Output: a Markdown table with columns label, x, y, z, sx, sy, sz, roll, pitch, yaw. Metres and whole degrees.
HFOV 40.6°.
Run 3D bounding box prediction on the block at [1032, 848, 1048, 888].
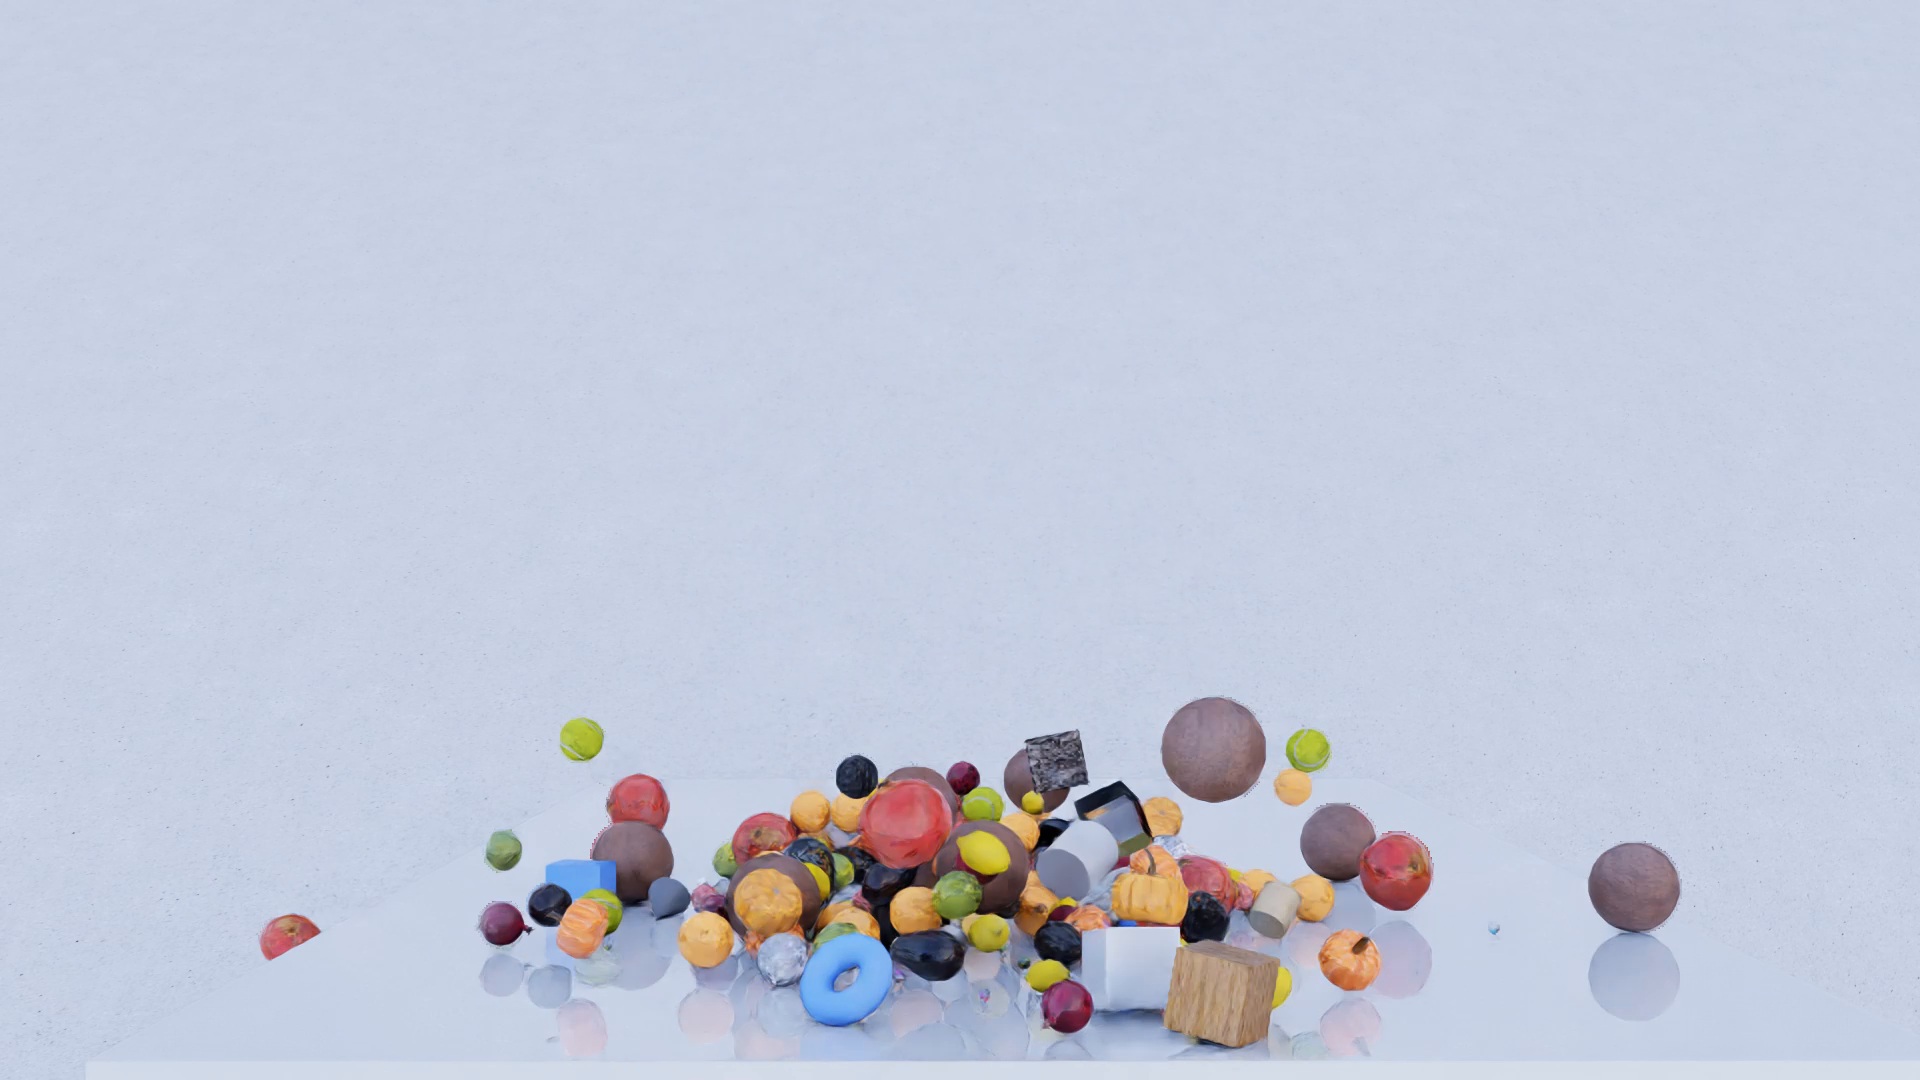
| label | x | y | z | sx | sy | sz | roll | pitch | yaw |
| --- | --- | --- | --- | --- | --- | --- | --- | --- | --- |
| block | 0.153 | 0.544 | 4.308 | 0.054 | 0.054 | 0.054 | 0 | 67 | -7 |

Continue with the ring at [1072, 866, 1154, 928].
| label | x | y | z | sx | sy | sz | roll | pitch | yaw |
| --- | --- | --- | --- | --- | --- | --- | --- | --- | --- |
| ring | 0.226 | 0.526 | 3.826 | 0.131 | 0.044 | 0.131 | -29 | 9 | 5 |

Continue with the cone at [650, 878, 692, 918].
| label | x | y | z | sx | sy | sz | roll | pitch | yaw |
| --- | --- | --- | --- | --- | --- | --- | --- | --- | --- |
| cone | -0.451 | 0.558 | 3.933 | 0.067 | 0.067 | 0.067 | 8 | 23 | 12 |

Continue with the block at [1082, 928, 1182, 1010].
| label | x | y | z | sx | sy | sz | roll | pitch | yaw |
| --- | --- | --- | --- | --- | --- | --- | --- | --- | --- |
| block | 0.200 | 0.502 | 3.031 | 0.092 | 0.092 | 0.092 | 2 | -12 | -15 |

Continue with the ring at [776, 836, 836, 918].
| label | x | y | z | sx | sy | sz | roll | pitch | yaw |
| --- | --- | --- | --- | --- | --- | --- | --- | --- | --- |
| ring | -0.219 | 0.480 | 3.687 | 0.039 | 0.116 | 0.116 | -3 | 26 | 35 |

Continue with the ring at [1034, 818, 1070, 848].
| label | x | y | z | sx | sy | sz | roll | pitch | yaw |
| --- | --- | --- | --- | --- | --- | --- | --- | --- | --- |
| ring | 0.168 | 0.518 | 4.403 | 0.098 | 0.098 | 0.033 | 23 | 29 | 31 |

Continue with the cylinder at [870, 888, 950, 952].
| label | x | y | z | sx | sy | sz | roll | pitch | yaw |
| --- | --- | --- | --- | --- | --- | --- | --- | --- | --- |
| cylinder | -0.068 | 0.519 | 3.542 | 0.080 | 0.080 | 0.080 | -10 | 27 | 27 |

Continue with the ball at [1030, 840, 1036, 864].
| label | x | y | z | sx | sy | sz | roll | pitch | yaw |
| --- | --- | --- | --- | --- | --- | --- | --- | --- | --- |
| ball | 0.159 | 0.546 | 4.543 | 0.075 | 0.075 | 0.075 | 0 | 33 | 0 |

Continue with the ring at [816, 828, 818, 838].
| label | x | y | z | sx | sy | sz | roll | pitch | yaw |
| --- | --- | --- | --- | --- | --- | --- | --- | --- | --- |
| ring | -0.226 | 0.574 | 5.085 | 0.116 | 0.039 | 0.116 | 0 | 0 | 0 |

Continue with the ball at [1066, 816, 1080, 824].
| label | x | y | z | sx | sy | sz | roll | pitch | yaw |
| --- | --- | --- | --- | --- | --- | --- | --- | --- | --- |
| ball | 0.217 | 0.543 | 4.686 | 0.086 | 0.086 | 0.086 | 0 | 33 | 0 |

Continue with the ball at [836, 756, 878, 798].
| label | x | y | z | sx | sy | sz | roll | pitch | yaw |
| --- | --- | --- | --- | --- | --- | --- | --- | --- | --- |
| ball | -0.161 | 0.369 | 4.040 | 0.068 | 0.068 | 0.068 | 0 | 33 | 0 |

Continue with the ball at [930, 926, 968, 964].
| label | x | y | z | sx | sy | sz | roll | pitch | yaw |
| --- | --- | --- | --- | --- | --- | --- | --- | --- | --- |
| ball | -0.014 | 0.539 | 3.460 | 0.051 | 0.051 | 0.051 | 0 | 33 | 0 |

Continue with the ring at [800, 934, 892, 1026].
| label | x | y | z | sx | sy | sz | roll | pitch | yaw |
| --- | --- | --- | --- | --- | --- | --- | --- | --- | --- |
| ring | -0.131 | 0.508 | 2.997 | 0.116 | 0.039 | 0.116 | -18 | 44 | 18 |

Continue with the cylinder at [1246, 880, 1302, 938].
| label | x | y | z | sx | sy | sz | roll | pitch | yaw |
| --- | --- | --- | --- | --- | --- | --- | --- | --- | --- |
| cylinder | 0.446 | 0.523 | 3.674 | 0.059 | 0.059 | 0.059 | 19 | 57 | 27 |

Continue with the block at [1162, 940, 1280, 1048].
| label | x | y | z | sx | sy | sz | roll | pitch | yaw |
| --- | --- | --- | --- | --- | --- | --- | --- | --- | --- |
| block | 0.290 | 0.501 | 2.872 | 0.090 | 0.090 | 0.090 | 11 | 3 | 27 |

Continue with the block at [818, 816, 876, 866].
| label | x | y | z | sx | sy | sz | roll | pitch | yaw |
| --- | --- | --- | --- | --- | --- | --- | --- | --- | --- |
| block | -0.202 | 0.537 | 4.617 | 0.086 | 0.086 | 0.086 | -1 | -7 | 10 |

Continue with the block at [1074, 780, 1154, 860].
| label | x | y | z | sx | sy | sz | roll | pitch | yaw |
| --- | --- | --- | --- | --- | --- | --- | --- | --- | --- |
| block | 0.230 | 0.422 | 3.877 | 0.079 | 0.079 | 0.079 | -24 | 19 | -10 |

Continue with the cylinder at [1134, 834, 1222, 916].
| label | x | y | z | sx | sy | sz | roll | pitch | yaw |
| --- | --- | --- | --- | --- | --- | --- | --- | --- | --- |
| cylinder | 0.329 | 0.507 | 3.920 | 0.094 | 0.094 | 0.094 | 32 | 19 | -30 |

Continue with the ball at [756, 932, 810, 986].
| label | x | y | z | sx | sy | sz | roll | pitch | yaw |
| --- | --- | --- | --- | --- | --- | --- | --- | --- | --- |
| ball | -0.222 | 0.528 | 3.263 | 0.067 | 0.067 | 0.067 | 0 | 33 | 0 |

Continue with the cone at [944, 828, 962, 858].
| label | x | y | z | sx | sy | sz | roll | pitch | yaw |
| --- | --- | --- | --- | --- | --- | --- | --- | --- | --- |
| cone | -0.003 | 0.559 | 4.819 | 0.055 | 0.055 | 0.055 | 1 | 3 | 0 |

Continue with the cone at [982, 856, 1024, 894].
| label | x | y | z | sx | sy | sz | roll | pitch | yaw |
| --- | --- | --- | --- | --- | --- | --- | --- | --- | --- |
| cone | 0.056 | 0.536 | 4.069 | 0.061 | 0.061 | 0.061 | -18 | 36 | -35 |

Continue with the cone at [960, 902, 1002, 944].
| label | x | y | z | sx | sy | sz | roll | pitch | yaw |
| --- | --- | --- | --- | --- | --- | --- | --- | --- | --- |
| cone | 0.014 | 0.552 | 3.633 | 0.063 | 0.063 | 0.063 | 20 | 34 | 28 |

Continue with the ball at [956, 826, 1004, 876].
| label | x | y | z | sx | sy | sz | roll | pitch | yaw |
| --- | --- | --- | --- | --- | --- | --- | --- | --- | --- |
| ball | 0.034 | 0.541 | 4.505 | 0.084 | 0.084 | 0.084 | 0 | 33 | 0 |

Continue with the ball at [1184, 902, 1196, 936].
| label | x | y | z | sx | sy | sz | roll | pitch | yaw |
| --- | --- | --- | --- | --- | --- | --- | --- | --- | --- |
| ball | 0.298 | 0.527 | 3.598 | 0.057 | 0.057 | 0.057 | 0 | 33 | 0 |

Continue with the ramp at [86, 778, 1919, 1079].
| label | x | y | z | sx | sy | sz | roll | pitch | yaw |
| --- | --- | --- | --- | --- | --- | --- | --- | --- | --- |
| ramp | 0.073 | 0.637 | 4.746 | 2.000 | 0.100 | 4.000 | 0 | -1 | 0 |

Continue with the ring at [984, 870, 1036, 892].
| label | x | y | z | sx | sy | sz | roll | pitch | yaw |
| --- | --- | --- | --- | --- | --- | --- | --- | --- | --- |
| ring | 0.082 | 0.565 | 4.300 | 0.086 | 0.029 | 0.086 | -1 | -1 | 0 |

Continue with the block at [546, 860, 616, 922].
| label | x | y | z | sx | sy | sz | roll | pitch | yaw |
| --- | --- | --- | --- | --- | --- | --- | --- | --- | --- |
| block | -0.575 | 0.531 | 3.928 | 0.084 | 0.084 | 0.084 | 0 | -1 | 9 |

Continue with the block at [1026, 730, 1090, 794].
| label | x | y | z | sx | sy | sz | roll | pitch | yaw |
| --- | --- | --- | --- | --- | --- | --- | --- | --- | --- |
| block | 0.166 | 0.380 | 4.443 | 0.092 | 0.092 | 0.092 | -11 | -7 | -1 |

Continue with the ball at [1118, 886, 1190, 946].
| label | x | y | z | sx | sy | sz | roll | pitch | yaw |
| --- | --- | --- | --- | --- | --- | --- | --- | --- | --- |
| ball | 0.263 | 0.517 | 3.507 | 0.097 | 0.097 | 0.097 | 0 | 33 | 0 |
